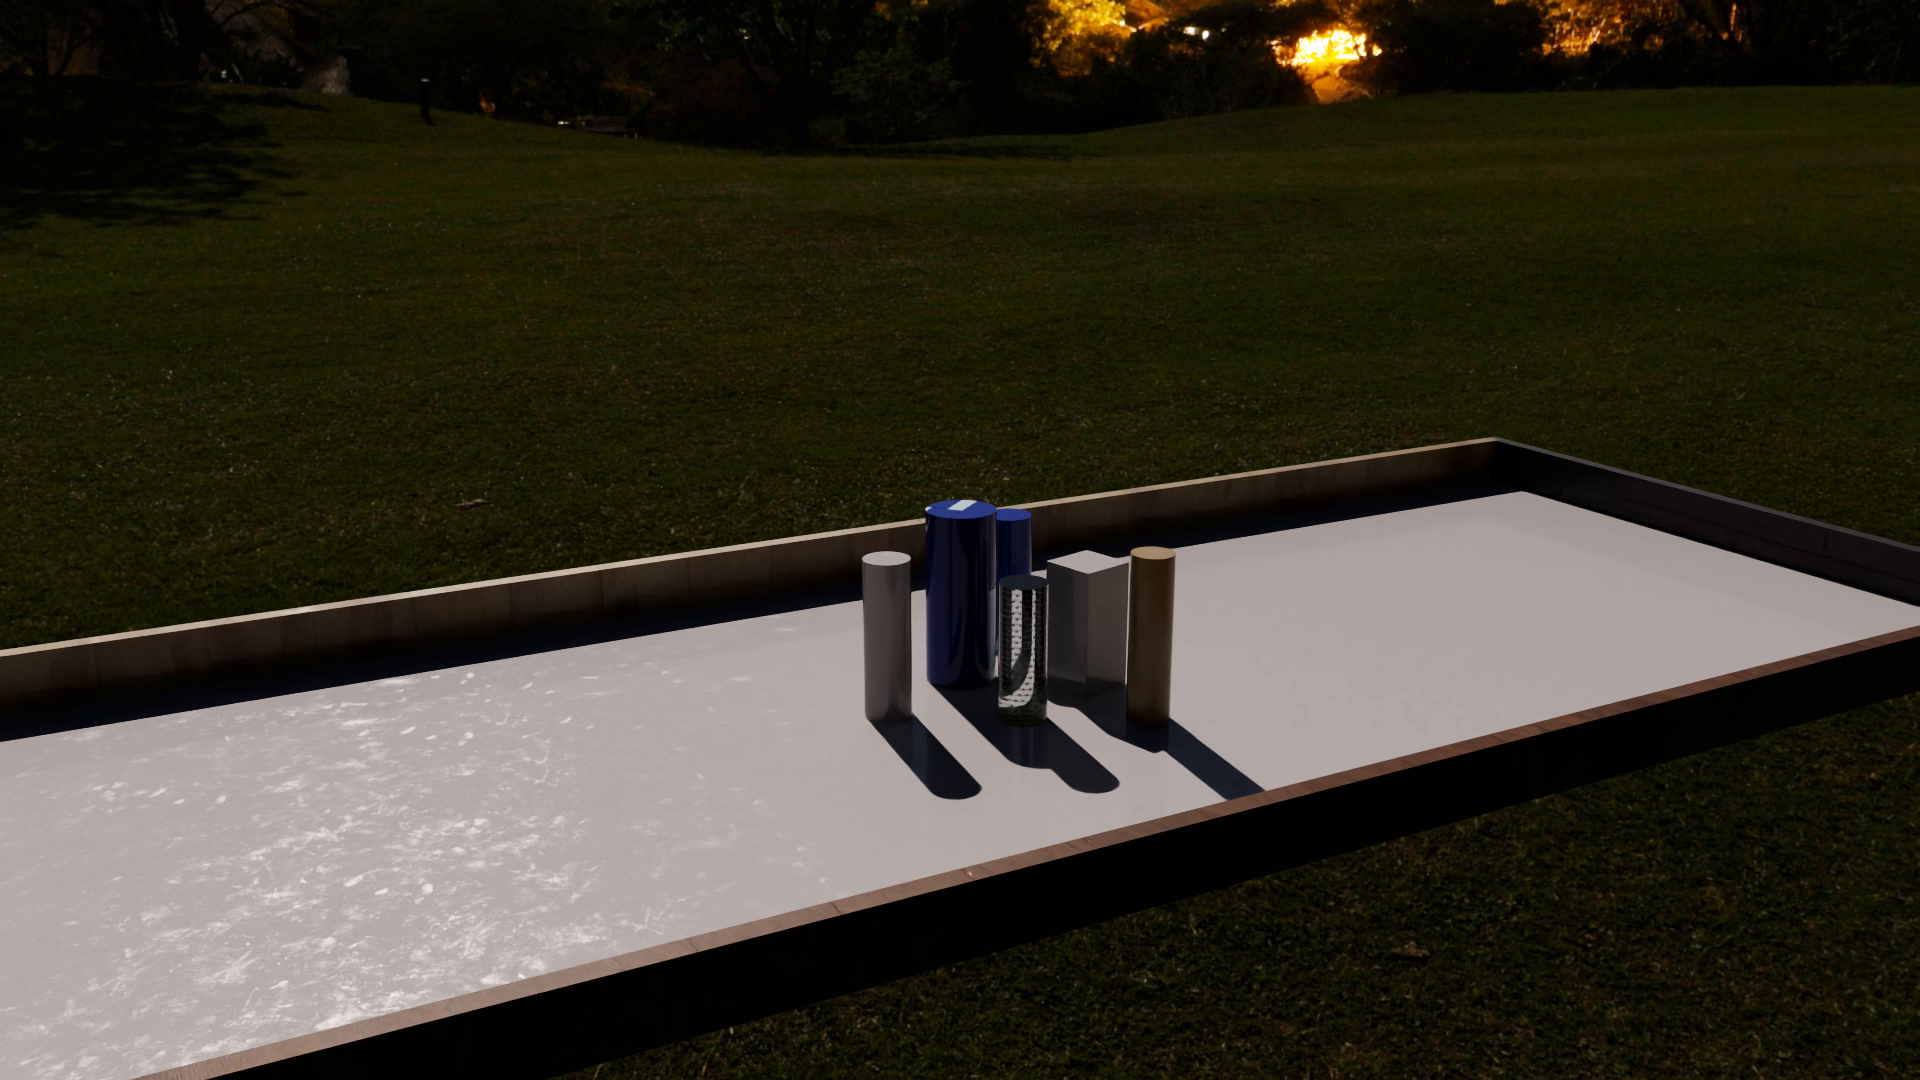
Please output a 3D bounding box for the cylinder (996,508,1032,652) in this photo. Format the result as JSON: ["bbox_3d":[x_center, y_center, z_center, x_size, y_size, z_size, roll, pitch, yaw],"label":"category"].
[{"bbox_3d":[0.127,0.106,4.354,0.122,0.360,0.122,0,16,0],"label":"cylinder"}]

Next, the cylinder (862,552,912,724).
[{"bbox_3d":[-0.171,0.229,3.883,0.114,0.389,0.114,0,16,0],"label":"cylinder"}]

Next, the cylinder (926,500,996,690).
[{"bbox_3d":[0.002,0.136,4.109,0.175,0.441,0.175,0,16,0],"label":"cylinder"}]

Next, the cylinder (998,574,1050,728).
[{"bbox_3d":[0.148,0.260,3.869,0.116,0.339,0.116,0,16,0],"label":"cylinder"}]

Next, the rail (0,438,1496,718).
[{"bbox_3d":[-3.305,0.497,3.399,12.000,0.150,0.050,-9,18,-27],"label":"rail"}]

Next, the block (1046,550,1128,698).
[{"bbox_3d":[0.313,0.206,4.091,0.143,0.318,0.143,-14,21,-40],"label":"block"}]

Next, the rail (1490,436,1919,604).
[{"bbox_3d":[2.466,-0.048,5.253,0.050,0.150,2.100,-9,18,-27],"label":"rail"}]

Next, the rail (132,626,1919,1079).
[{"bbox_3d":[-2.336,1.006,1.665,12.000,0.150,0.050,-9,18,-27],"label":"rail"}]

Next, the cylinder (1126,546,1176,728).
[{"bbox_3d":[0.445,0.227,3.853,0.104,0.411,0.104,0,16,0],"label":"cylinder"}]
